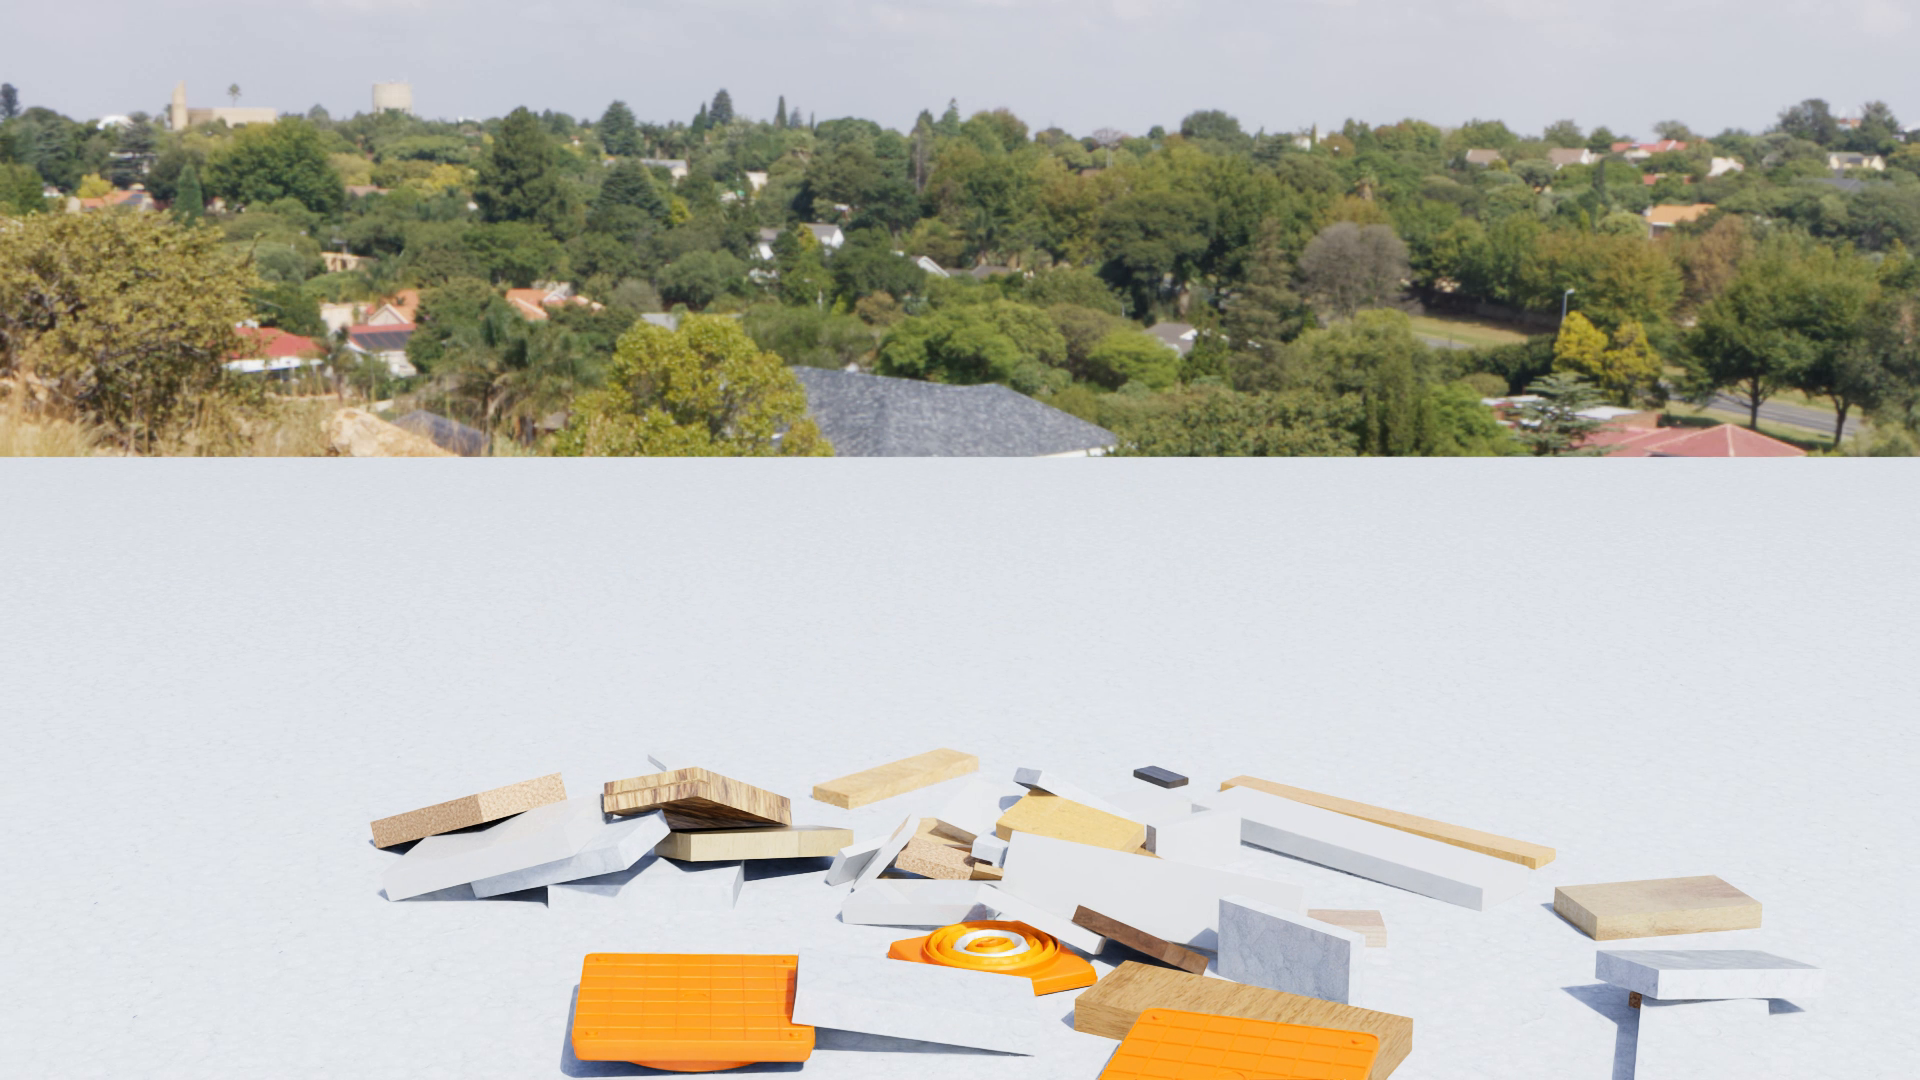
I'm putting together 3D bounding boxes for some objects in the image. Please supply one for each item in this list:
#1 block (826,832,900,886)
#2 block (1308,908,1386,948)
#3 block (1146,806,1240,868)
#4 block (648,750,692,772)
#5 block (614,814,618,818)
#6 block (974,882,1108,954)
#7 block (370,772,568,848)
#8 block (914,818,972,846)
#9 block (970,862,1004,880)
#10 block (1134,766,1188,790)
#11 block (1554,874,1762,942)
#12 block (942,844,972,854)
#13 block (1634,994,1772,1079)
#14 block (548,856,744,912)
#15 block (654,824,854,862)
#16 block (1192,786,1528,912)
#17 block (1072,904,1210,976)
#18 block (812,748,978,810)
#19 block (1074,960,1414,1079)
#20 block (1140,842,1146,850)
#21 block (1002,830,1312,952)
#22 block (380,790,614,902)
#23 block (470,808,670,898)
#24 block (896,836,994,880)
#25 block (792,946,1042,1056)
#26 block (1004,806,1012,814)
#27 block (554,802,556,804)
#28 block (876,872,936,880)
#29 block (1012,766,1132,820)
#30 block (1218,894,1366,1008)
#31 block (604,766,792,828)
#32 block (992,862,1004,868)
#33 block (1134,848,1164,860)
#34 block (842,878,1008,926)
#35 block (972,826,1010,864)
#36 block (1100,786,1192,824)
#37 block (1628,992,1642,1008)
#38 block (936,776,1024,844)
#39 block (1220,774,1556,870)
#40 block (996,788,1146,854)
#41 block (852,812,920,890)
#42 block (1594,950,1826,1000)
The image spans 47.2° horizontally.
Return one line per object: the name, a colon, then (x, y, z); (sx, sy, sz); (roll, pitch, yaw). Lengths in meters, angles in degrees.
block: (-0.157, 0.541, 3.739); (0.143, 0.072, 0.020); (-10, 47, -44)
block: (0.573, 0.612, 3.476); (0.189, 0.027, 0.094); (1, 11, 3)
block: (0.402, 0.521, 3.783); (0.189, 0.095, 0.027); (-7, 13, -34)
block: (-0.582, 0.445, 4.408); (0.053, 0.015, 0.106); (-6, 12, -28)
block: (-0.655, 0.514, 4.039); (0.053, 0.015, 0.106); (-3, 11, -15)
block: (0.125, 0.581, 3.375); (0.199, 0.028, 0.099); (23, -6, 13)
block: (-0.861, 0.473, 3.843); (0.347, 0.049, 0.174); (-18, -4, 43)
block: (-0.030, 0.535, 3.885); (0.104, 0.029, 0.207); (-2, 11, -10)
block: (0.039, 0.559, 3.595); (0.048, 0.095, 0.014); (13, 54, -2)
block: (0.393, 0.464, 4.305); (0.052, 0.015, 0.104); (-8, 13, -36)
block: (1.124, 0.592, 3.546); (0.286, 0.041, 0.143); (-2, 11, -12)
block: (0.017, 0.547, 3.767); (0.095, 0.048, 0.014); (1, 11, 6)
block: (1.002, 0.696, 2.967); (0.169, 0.048, 0.338); (4, 11, 18)
block: (-0.519, 0.570, 3.660); (0.302, 0.043, 0.151); (0, 11, 1)
block: (-0.351, 0.516, 3.757); (0.302, 0.043, 0.151); (3, -4, -31)
block: (0.684, 0.531, 3.831); (0.600, 0.041, 0.143); (12, 17, 43)
block: (0.274, 0.610, 3.355); (0.099, 0.028, 0.199); (29, -9, -40)
block: (-0.122, 0.462, 4.278); (0.099, 0.028, 0.355); (8, 14, 43)
block: (0.394, 0.677, 3.071); (0.437, 0.048, 0.169); (6, 12, 29)
block: (0.211, 0.518, 3.829); (0.223, 0.032, 0.112); (18, 21, 38)
block: (0.298, 0.564, 3.471); (0.515, 0.122, 0.034); (7, -15, 32)
block: (-0.768, 0.509, 3.659); (0.347, 0.049, 0.174); (-16, 10, 16)
block: (-0.648, 0.520, 3.646); (0.302, 0.043, 0.151); (-14, 10, 24)
block: (-0.010, 0.547, 3.691); (0.188, 0.027, 0.094); (16, 12, 2)
block: (-0.063, 0.645, 3.085); (0.338, 0.048, 0.169); (9, 9, -5)
block: (0.147, 0.479, 3.740); (0.073, 0.021, 0.146); (-24, 27, -28)
block: (-0.765, 0.502, 4.100); (0.106, 0.015, 0.053); (-1, 11, -4)
block: (-0.070, 0.578, 3.676); (0.143, 0.020, 0.072); (1, 11, 6)
block: (0.192, 0.443, 3.776); (0.189, 0.027, 0.095); (28, -13, -21)
block: (0.483, 0.610, 3.227); (0.034, 0.122, 0.243); (-10, 14, -42)
block: (-0.444, 0.454, 3.768); (0.174, 0.049, 0.347); (-12, -19, 19)
block: (0.149, 0.560, 3.667); (0.188, 0.027, 0.094); (11, 11, 5)
block: (0.335, 0.553, 3.658); (0.146, 0.021, 0.073); (26, 14, 6)
block: (-0.055, 0.583, 3.546); (0.243, 0.034, 0.122); (-2, 9, 19)
block: (0.122, 0.527, 3.670); (0.188, 0.027, 0.094); (13, 12, 15)
block: (0.318, 0.499, 4.080); (0.207, 0.029, 0.103); (-7, 13, -35)
block: (1.043, 0.661, 3.231); (0.072, 0.020, 0.144); (7, 13, 34)
block: (0.078, 0.492, 3.823); (0.223, 0.032, 0.112); (18, 48, 38)
block: (0.770, 0.512, 4.032); (0.665, 0.020, 0.072); (10, 14, 42)
block: (0.183, 0.484, 3.652); (0.223, 0.032, 0.112); (15, 36, 34)
block: (-0.123, 0.525, 3.682); (0.020, 0.143, 0.072); (40, 12, -2)
block: (1.080, 0.625, 3.167); (0.286, 0.041, 0.143); (4, 0, -20)
